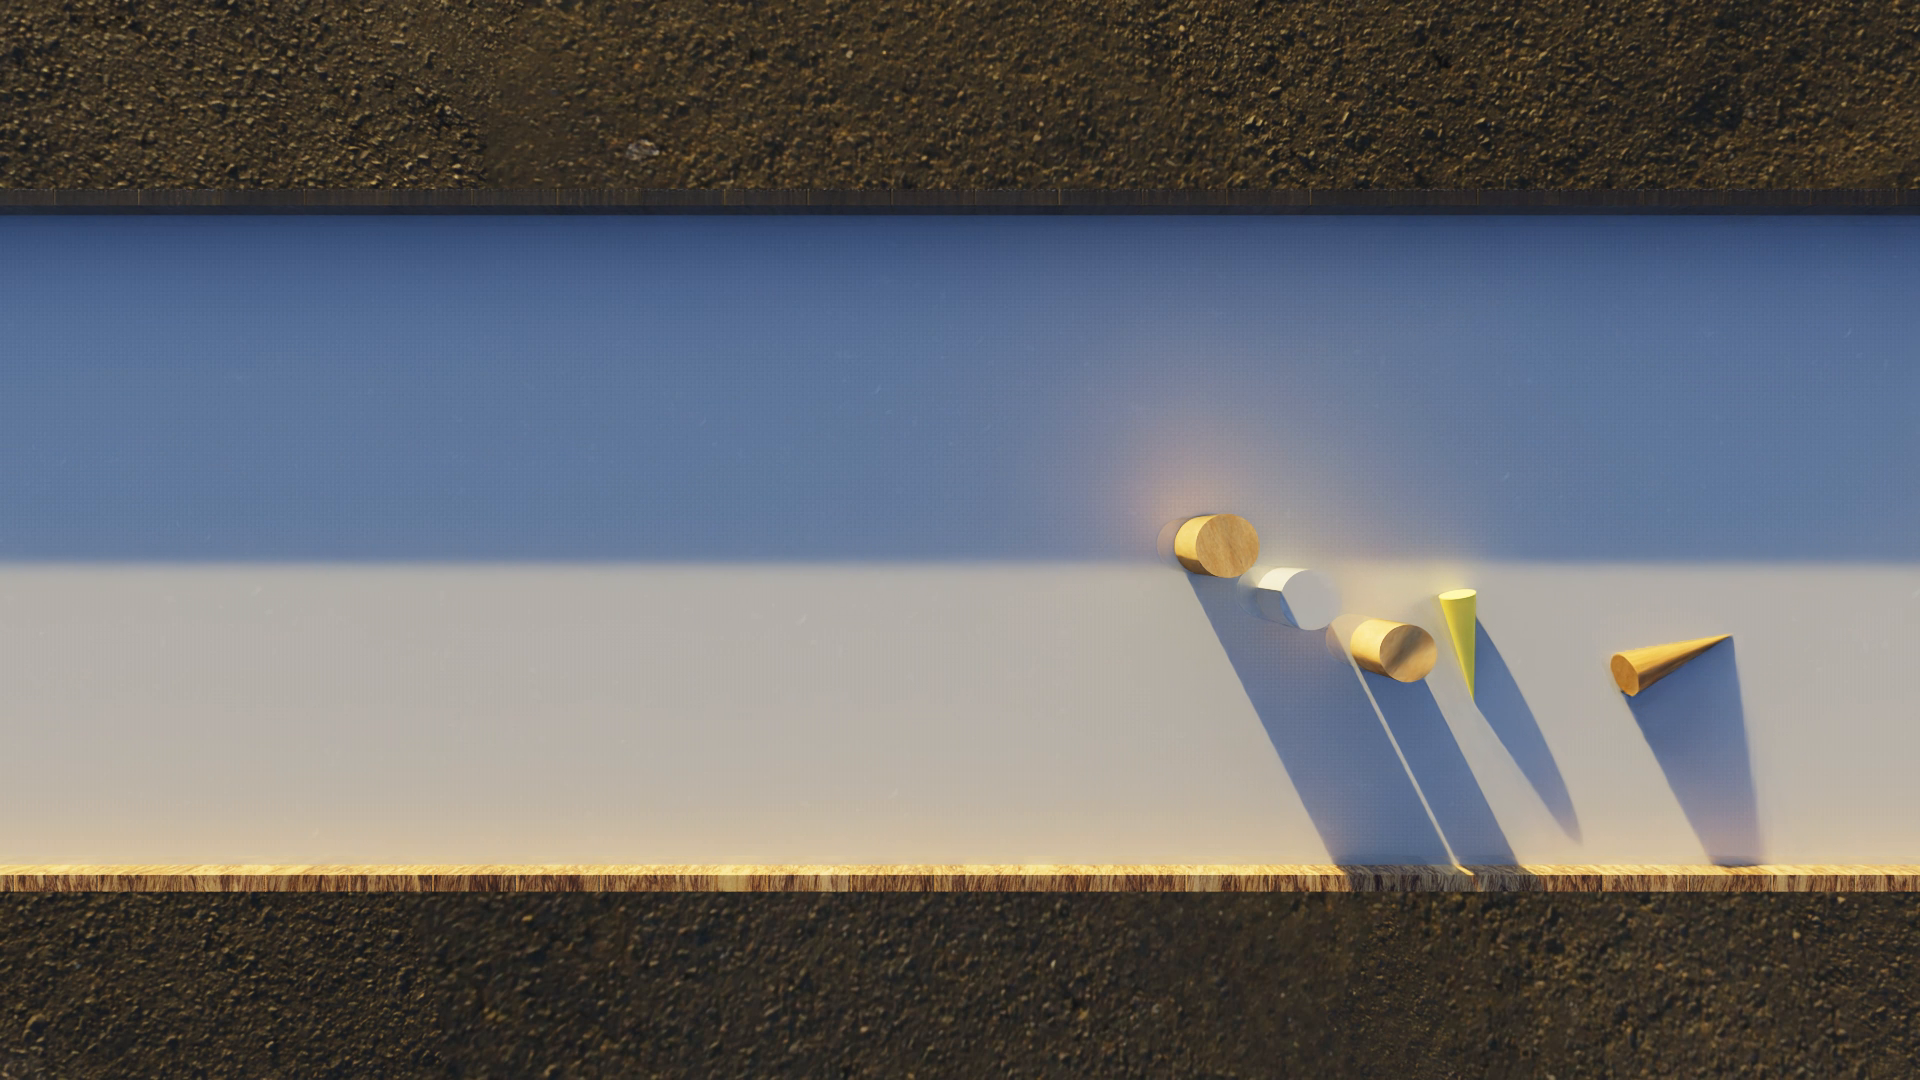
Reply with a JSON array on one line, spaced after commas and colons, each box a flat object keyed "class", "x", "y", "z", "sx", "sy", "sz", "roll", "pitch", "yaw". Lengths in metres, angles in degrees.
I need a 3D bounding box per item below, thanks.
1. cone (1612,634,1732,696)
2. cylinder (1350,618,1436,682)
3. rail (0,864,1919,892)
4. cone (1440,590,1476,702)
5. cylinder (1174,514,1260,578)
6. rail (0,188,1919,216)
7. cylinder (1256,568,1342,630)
[{"class": "cone", "x": 2.201, "y": 0.350, "z": 5.044, "sx": 0.384, "sy": 0.132, "sz": 0.132, "roll": -19, "pitch": 90, "yaw": -10}, {"class": "cylinder", "x": 1.285, "y": 0.325, "z": 4.903, "sx": 0.166, "sy": 0.347, "sz": 0.166, "roll": 0, "pitch": 90, "yaw": 0}, {"class": "rail", "x": -2.247, "y": 1.025, "z": 5.001, "sx": 12.000, "sy": 0.150, "sz": 0.050, "roll": 0, "pitch": 90, "yaw": 0}, {"class": "cone", "x": 1.548, "y": 0.334, "z": 5.050, "sx": 0.108, "sy": 0.108, "sz": 0.347, "roll": -11, "pitch": 99, "yaw": 0}, {"class": "cylinder", "x": 0.749, "y": 0.017, "z": 4.848, "sx": 0.179, "sy": 0.458, "sz": 0.179, "roll": 0, "pitch": 90, "yaw": 0}, {"class": "rail", "x": -2.247, "y": -1.025, "z": 5.002, "sx": 12.000, "sy": 0.150, "sz": 0.050, "roll": 0, "pitch": 90, "yaw": 0}, {"class": "cylinder", "x": 1.000, "y": 0.170, "z": 4.889, "sx": 0.174, "sy": 0.376, "sz": 0.174, "roll": 0, "pitch": 90, "yaw": 0}]
